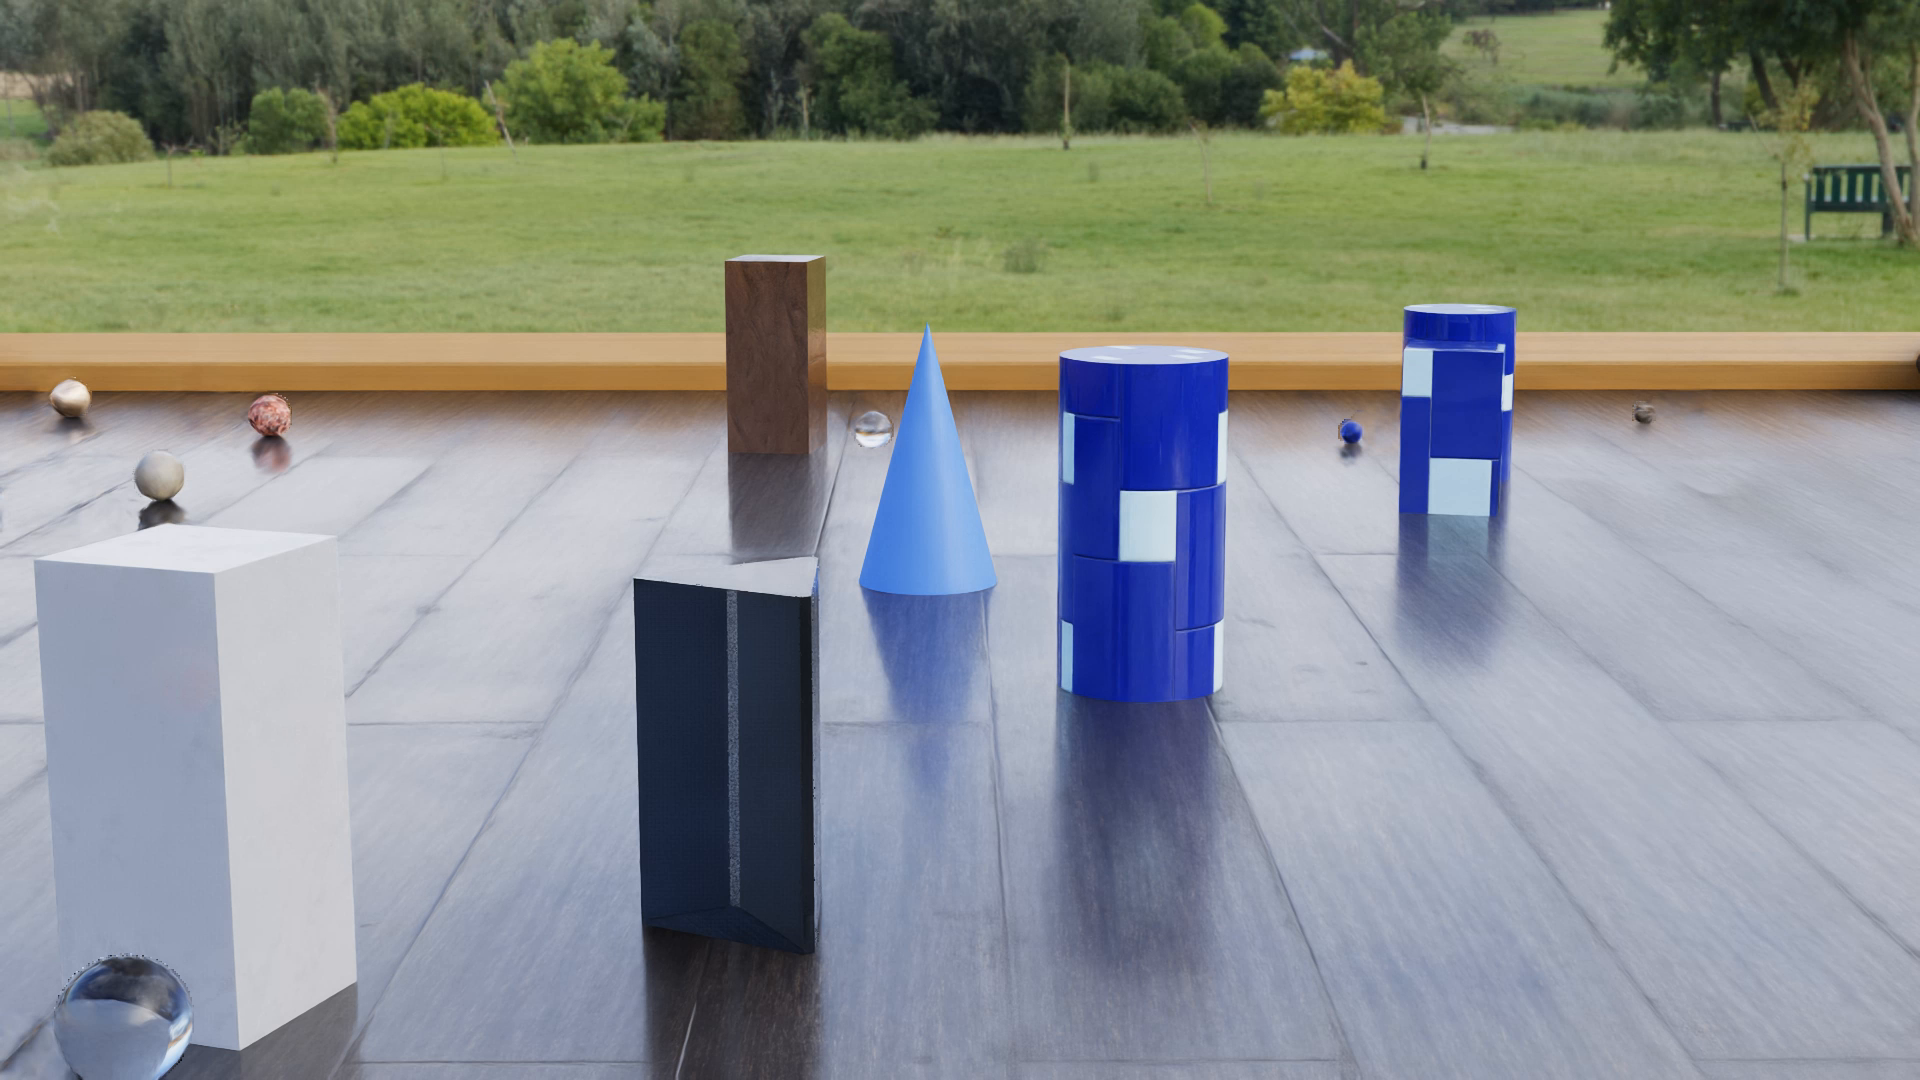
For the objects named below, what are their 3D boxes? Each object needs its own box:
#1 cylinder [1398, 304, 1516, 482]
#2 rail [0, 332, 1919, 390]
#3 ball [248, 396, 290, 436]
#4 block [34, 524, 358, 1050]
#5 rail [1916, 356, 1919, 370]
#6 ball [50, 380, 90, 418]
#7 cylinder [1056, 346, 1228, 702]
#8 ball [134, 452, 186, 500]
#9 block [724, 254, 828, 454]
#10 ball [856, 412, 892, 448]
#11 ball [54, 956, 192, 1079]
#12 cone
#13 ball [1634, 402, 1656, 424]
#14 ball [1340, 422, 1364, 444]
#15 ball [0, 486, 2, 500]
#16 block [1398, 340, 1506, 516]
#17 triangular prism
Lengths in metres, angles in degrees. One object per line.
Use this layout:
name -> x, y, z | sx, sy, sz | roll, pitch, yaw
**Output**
cylinder -> 0.888, -0.263, 4.584 | 0.198, 0.300, 0.198 | 0, 10, 0
rail -> -0.014, -0.401, 5.797 | 4.433, 0.129, 0.045 | 0, 10, 0
ball -> -1.373, -0.248, 5.105 | 0.081, 0.081, 0.081 | 0, 10, 0
block -> -0.587, 0.185, 1.987 | 0.159, 0.365, 0.159 | 4, 11, 19
rail -> 2.193, 0.031, 3.461 | 0.045, 0.129, 4.824 | 0, 10, 0
ball -> -1.861, -0.296, 5.369 | 0.079, 0.079, 0.079 | 0, 10, 0
cylinder -> 0.215, -0.023, 3.033 | 0.198, 0.393, 0.198 | 0, 10, 0
ball -> -1.355, -0.108, 4.345 | 0.083, 0.083, 0.083 | 0, 10, 0
block -> -0.351, -0.358, 4.925 | 0.159, 0.364, 0.159 | 2, 11, 10
ball -> -0.166, -0.211, 4.935 | 0.071, 0.071, 0.071 | 0, 10, 0
ball -> -0.602, 0.348, 1.849 | 0.095, 0.095, 0.095 | 0, 10, 0
cone -> -0.046, -0.124, 3.637 | 0.198, 0.372, 0.198 | 0, 10, 0
ball -> 1.409, -0.261, 5.280 | 0.043, 0.043, 0.043 | 0, 10, 0
ball -> 0.764, -0.210, 5.001 | 0.044, 0.044, 0.044 | 0, 10, 0
ball -> -1.626, -0.079, 4.300 | 0.041, 0.041, 0.041 | 0, 10, 0
block -> 0.820, -0.188, 4.267 | 0.159, 0.269, 0.159 | 2, 11, 13
triangular prism -> -0.164, 0.176, 2.207 | 0.172, 0.303, 0.149 | 6, 12, 28
